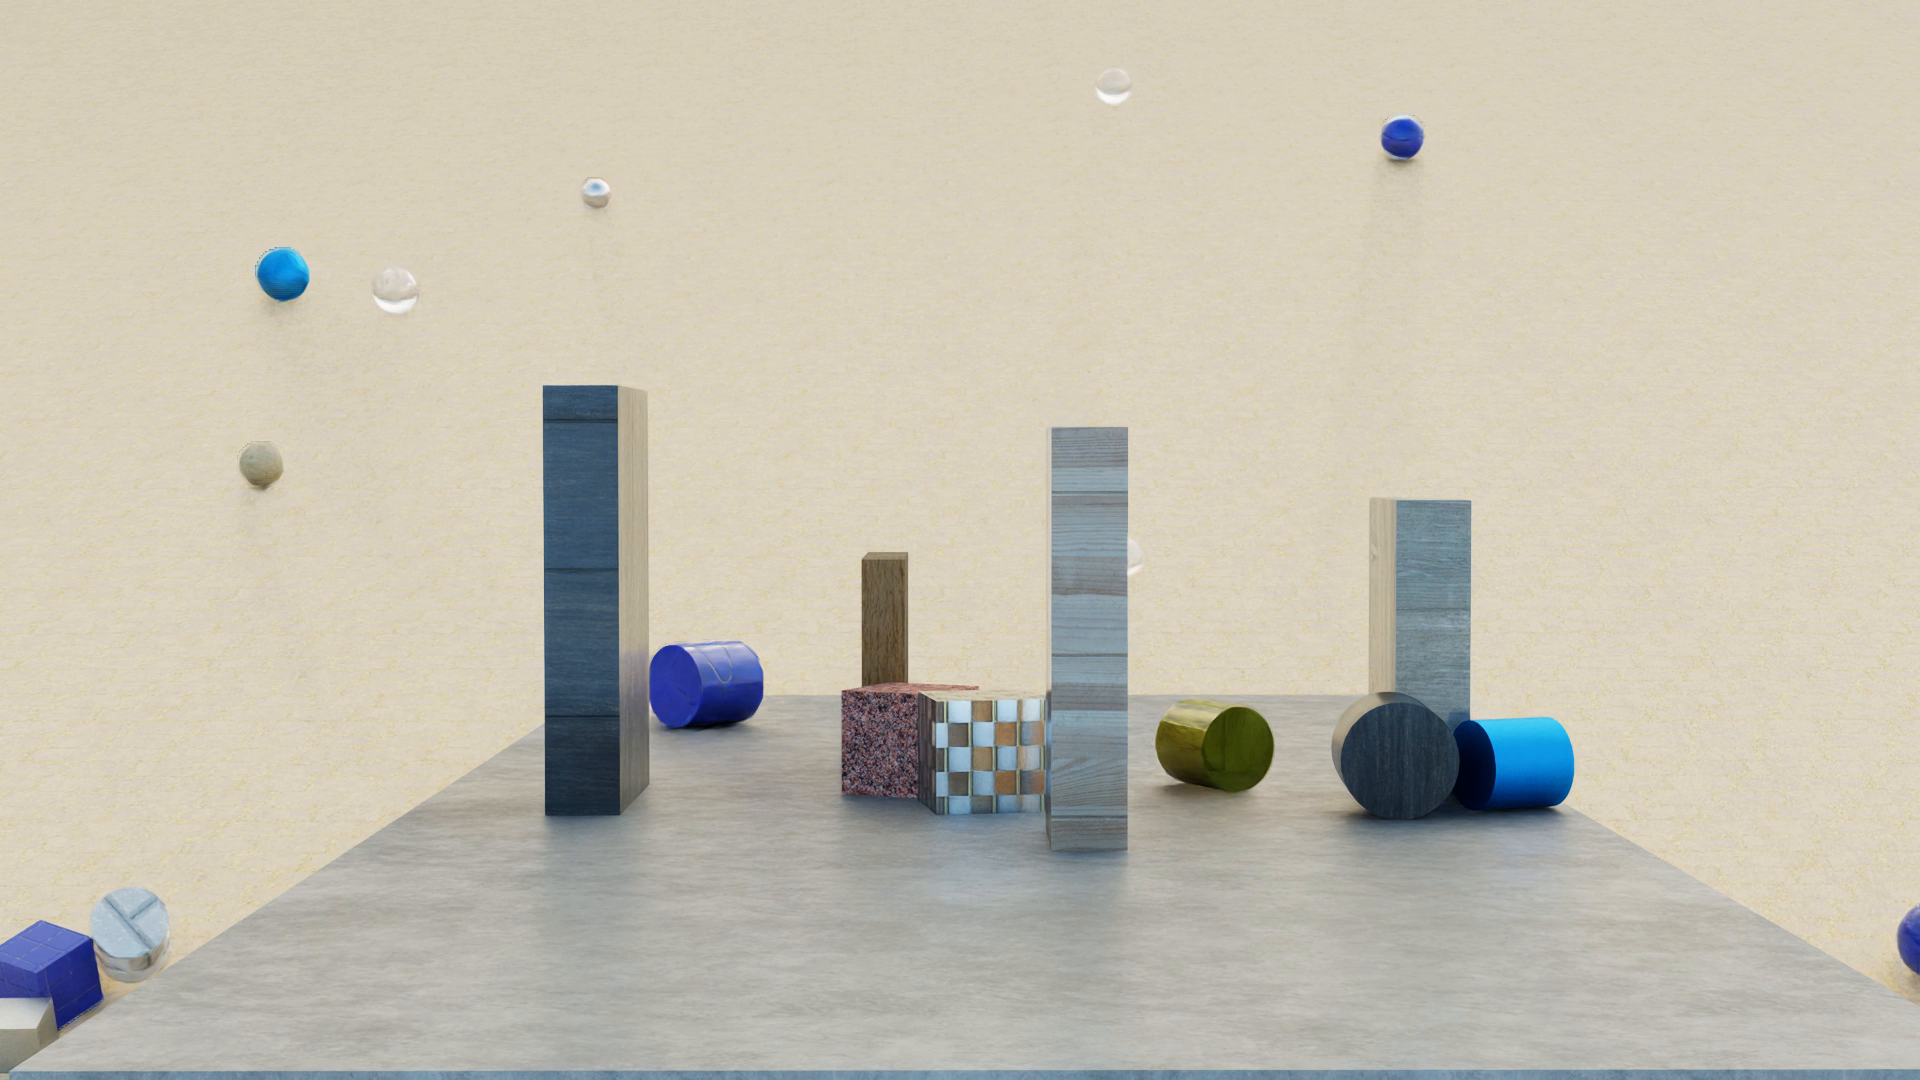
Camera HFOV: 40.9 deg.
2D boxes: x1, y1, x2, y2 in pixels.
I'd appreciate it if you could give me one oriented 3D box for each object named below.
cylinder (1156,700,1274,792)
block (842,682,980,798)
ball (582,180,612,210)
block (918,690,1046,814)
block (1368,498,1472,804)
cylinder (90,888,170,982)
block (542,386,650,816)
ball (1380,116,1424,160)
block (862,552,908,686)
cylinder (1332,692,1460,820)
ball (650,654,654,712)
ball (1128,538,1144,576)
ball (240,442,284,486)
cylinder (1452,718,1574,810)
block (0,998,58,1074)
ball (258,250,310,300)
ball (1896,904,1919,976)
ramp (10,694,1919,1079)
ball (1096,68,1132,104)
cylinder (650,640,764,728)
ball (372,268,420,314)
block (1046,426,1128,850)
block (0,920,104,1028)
[{"bbox_3d":[0.466,0.376,4.722,0.156,0.156,0.156,-13,8,-27],"label":"cylinder"},{"bbox_3d":[-0.089,0.362,4.679,0.186,0.186,0.186,1,2,25],"label":"block"},{"bbox_3d":[-1.495,-1.422,10.589,0.122,0.122,0.122,0,25,0],"label":"ball"},{"bbox_3d":[0.038,0.365,4.472,0.193,0.193,0.193,0,2,-10],"label":"block"},{"bbox_3d":[0.823,0.191,4.631,0.130,0.530,0.293,0,2,0],"label":"block"},{"bbox_3d":[-1.770,0.844,5.503,0.158,0.158,0.158,7,60,-12],"label":"cylinder"},{"bbox_3d":[-0.639,0.096,4.558,0.127,0.727,0.420,0,2,0],"label":"block"},{"bbox_3d":[1.928,-1.755,11.233,0.193,0.193,0.193,0,25,0],"label":"ball"},{"bbox_3d":[-0.144,0.237,4.986,0.080,0.415,0.375,0,2,0],"label":"block"},{"bbox_3d":[0.740,0.365,4.392,0.197,0.197,0.197,2,2,4],"label":"cylinder"},{"bbox_3d":[-0.751,0.338,6.084,0.142,0.142,0.142,0,25,0],"label":"ball"},{"bbox_3d":[0.470,0.050,7.384,0.114,0.114,0.114,0,25,0],"label":"ball"},{"bbox_3d":[-2.162,-0.234,7.981,0.134,0.134,0.134,0,25,0],"label":"ball"},{"bbox_3d":[0.946,0.384,4.430,0.155,0.155,0.155,-1,23,-20],"label":"cylinder"},{"bbox_3d":[-1.924,1.015,5.281,0.109,0.109,0.109,-1,25,-2],"label":"block"},{"bbox_3d":[-2.505,-0.981,9.548,0.188,0.188,0.188,0,25,0],"label":"ball"},{"bbox_3d":[2.103,0.863,5.545,0.168,0.168,0.168,0,25,0],"label":"ball"},{"bbox_3d":[0.056,0.509,4.552,2.000,0.100,4.000,0,2,0],"label":"ramp"},{"bbox_3d":[0.722,-2.122,12.062,0.170,0.170,0.170,0,25,0],"label":"ball"},{"bbox_3d":[-0.574,0.324,5.815,0.187,0.187,0.187,23,17,41],"label":"cylinder"},{"bbox_3d":[-2.060,-0.910,9.418,0.169,0.169,0.169,0,25,0],"label":"ball"},{"bbox_3d":[0.199,0.148,4.080,0.118,0.652,0.249,0,2,0],"label":"block"},{"bbox_3d":[-1.930,0.921,5.431,0.152,0.152,0.152,11,27,27],"label":"block"}]
